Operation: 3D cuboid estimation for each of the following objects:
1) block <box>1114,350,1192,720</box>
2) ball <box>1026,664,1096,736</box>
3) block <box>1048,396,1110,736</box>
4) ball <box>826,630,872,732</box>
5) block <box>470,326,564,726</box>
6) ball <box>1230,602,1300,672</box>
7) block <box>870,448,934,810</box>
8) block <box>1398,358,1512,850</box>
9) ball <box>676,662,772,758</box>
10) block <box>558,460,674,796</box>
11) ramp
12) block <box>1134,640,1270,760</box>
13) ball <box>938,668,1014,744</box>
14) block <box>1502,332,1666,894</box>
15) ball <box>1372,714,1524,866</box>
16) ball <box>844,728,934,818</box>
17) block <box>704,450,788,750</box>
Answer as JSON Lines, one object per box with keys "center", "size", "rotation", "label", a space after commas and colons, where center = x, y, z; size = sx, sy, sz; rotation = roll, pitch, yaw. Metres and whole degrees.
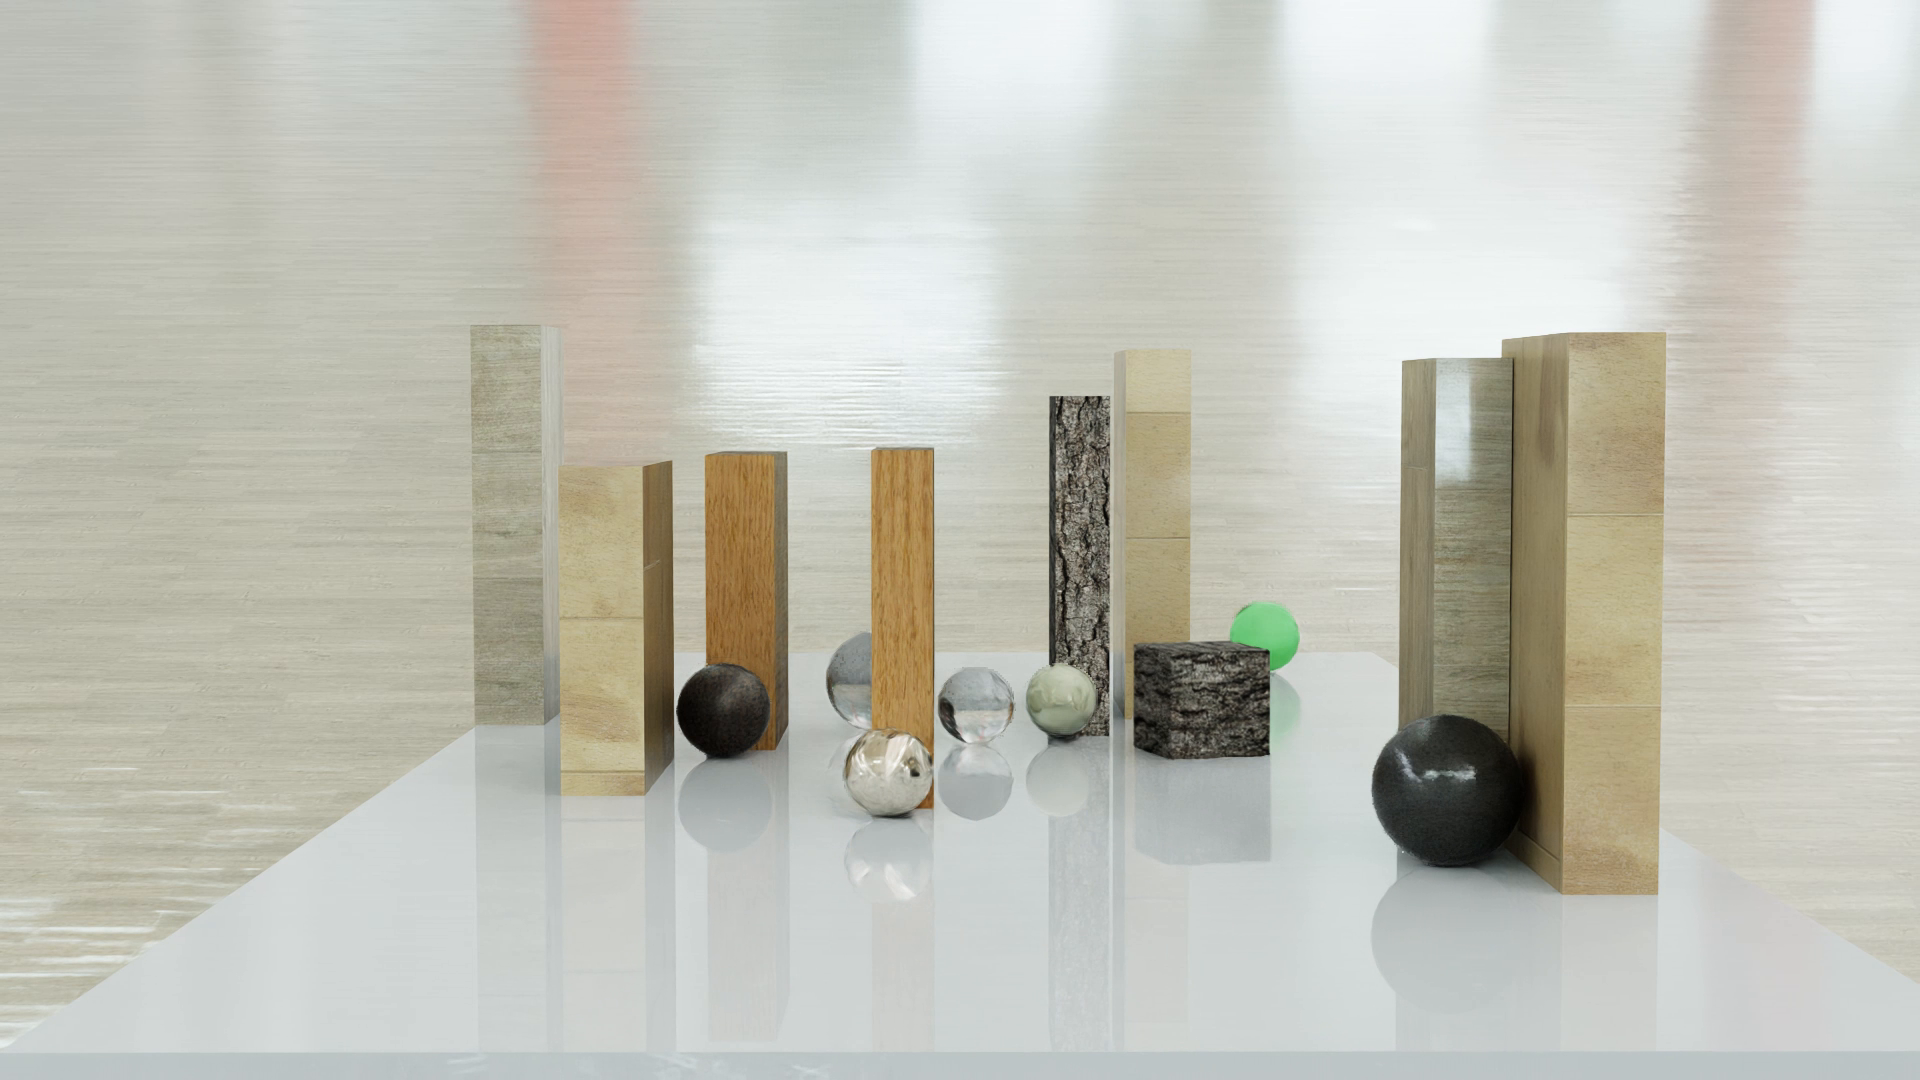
{"center": [0.396, -0.021, 5.335], "size": [0.130, 0.741, 0.390], "rotation": [0, 3, 0], "label": "block"}
{"center": [0.189, 0.302, 4.832], "size": [0.133, 0.133, 0.133], "rotation": [0, 21, 0], "label": "ball"}
{"center": [0.233, 0.041, 5.059], "size": [0.103, 0.648, 0.347], "rotation": [0, 3, 0], "label": "block"}
{"center": [-0.163, 0.273, 4.975], "size": [0.195, 0.195, 0.195], "rotation": [0, 21, 0], "label": "ball"}
{"center": [-0.890, -0.036, 5.201], "size": [0.137, 0.788, 0.299], "rotation": [0, 3, 0], "label": "block"}
{"center": [0.718, 0.228, 6.060], "size": [0.164, 0.164, 0.164], "rotation": [0, 21, 0], "label": "ball"}
{"center": [-0.090, 0.134, 4.151], "size": [0.096, 0.562, 0.276], "rotation": [0, 3, 0], "label": "block"}
{"center": [0.724, 0.085, 3.778], "size": [0.107, 0.700, 0.283], "rotation": [0, 3, 0], "label": "block"}
{"center": [-0.425, 0.305, 4.620], "size": [0.169, 0.169, 0.169], "rotation": [0, 21, 0], "label": "ball"}
{"center": [-0.580, 0.136, 4.375], "size": [0.136, 0.534, 0.444], "rotation": [0, 3, 0], "label": "block"}
{"center": [0.049, 0.445, 4.532], "size": [2.000, 0.100, 4.000], "rotation": [0, 3, 0], "label": "ramp"}
{"center": [0.440, 0.290, 4.695], "size": [0.190, 0.190, 0.190], "rotation": [-1, 3, -17], "label": "block"}
{"center": [0.028, 0.310, 4.787], "size": [0.142, 0.142, 0.142], "rotation": [0, 21, 0], "label": "ball"}
{"center": [0.843, 0.086, 3.516], "size": [0.124, 0.727, 0.410], "rotation": [0, 3, 0], "label": "block"}
{"center": [0.673, 0.344, 3.547], "size": [0.207, 0.207, 0.207], "rotation": [0, 21, 0], "label": "ball"}
{"center": [-0.109, 0.357, 3.957], "size": [0.138, 0.138, 0.138], "rotation": [0, 21, 0], "label": "ball"}
{"center": [-0.402, 0.105, 4.884], "size": [0.126, 0.541, 0.379], "rotation": [0, 3, 0], "label": "block"}
